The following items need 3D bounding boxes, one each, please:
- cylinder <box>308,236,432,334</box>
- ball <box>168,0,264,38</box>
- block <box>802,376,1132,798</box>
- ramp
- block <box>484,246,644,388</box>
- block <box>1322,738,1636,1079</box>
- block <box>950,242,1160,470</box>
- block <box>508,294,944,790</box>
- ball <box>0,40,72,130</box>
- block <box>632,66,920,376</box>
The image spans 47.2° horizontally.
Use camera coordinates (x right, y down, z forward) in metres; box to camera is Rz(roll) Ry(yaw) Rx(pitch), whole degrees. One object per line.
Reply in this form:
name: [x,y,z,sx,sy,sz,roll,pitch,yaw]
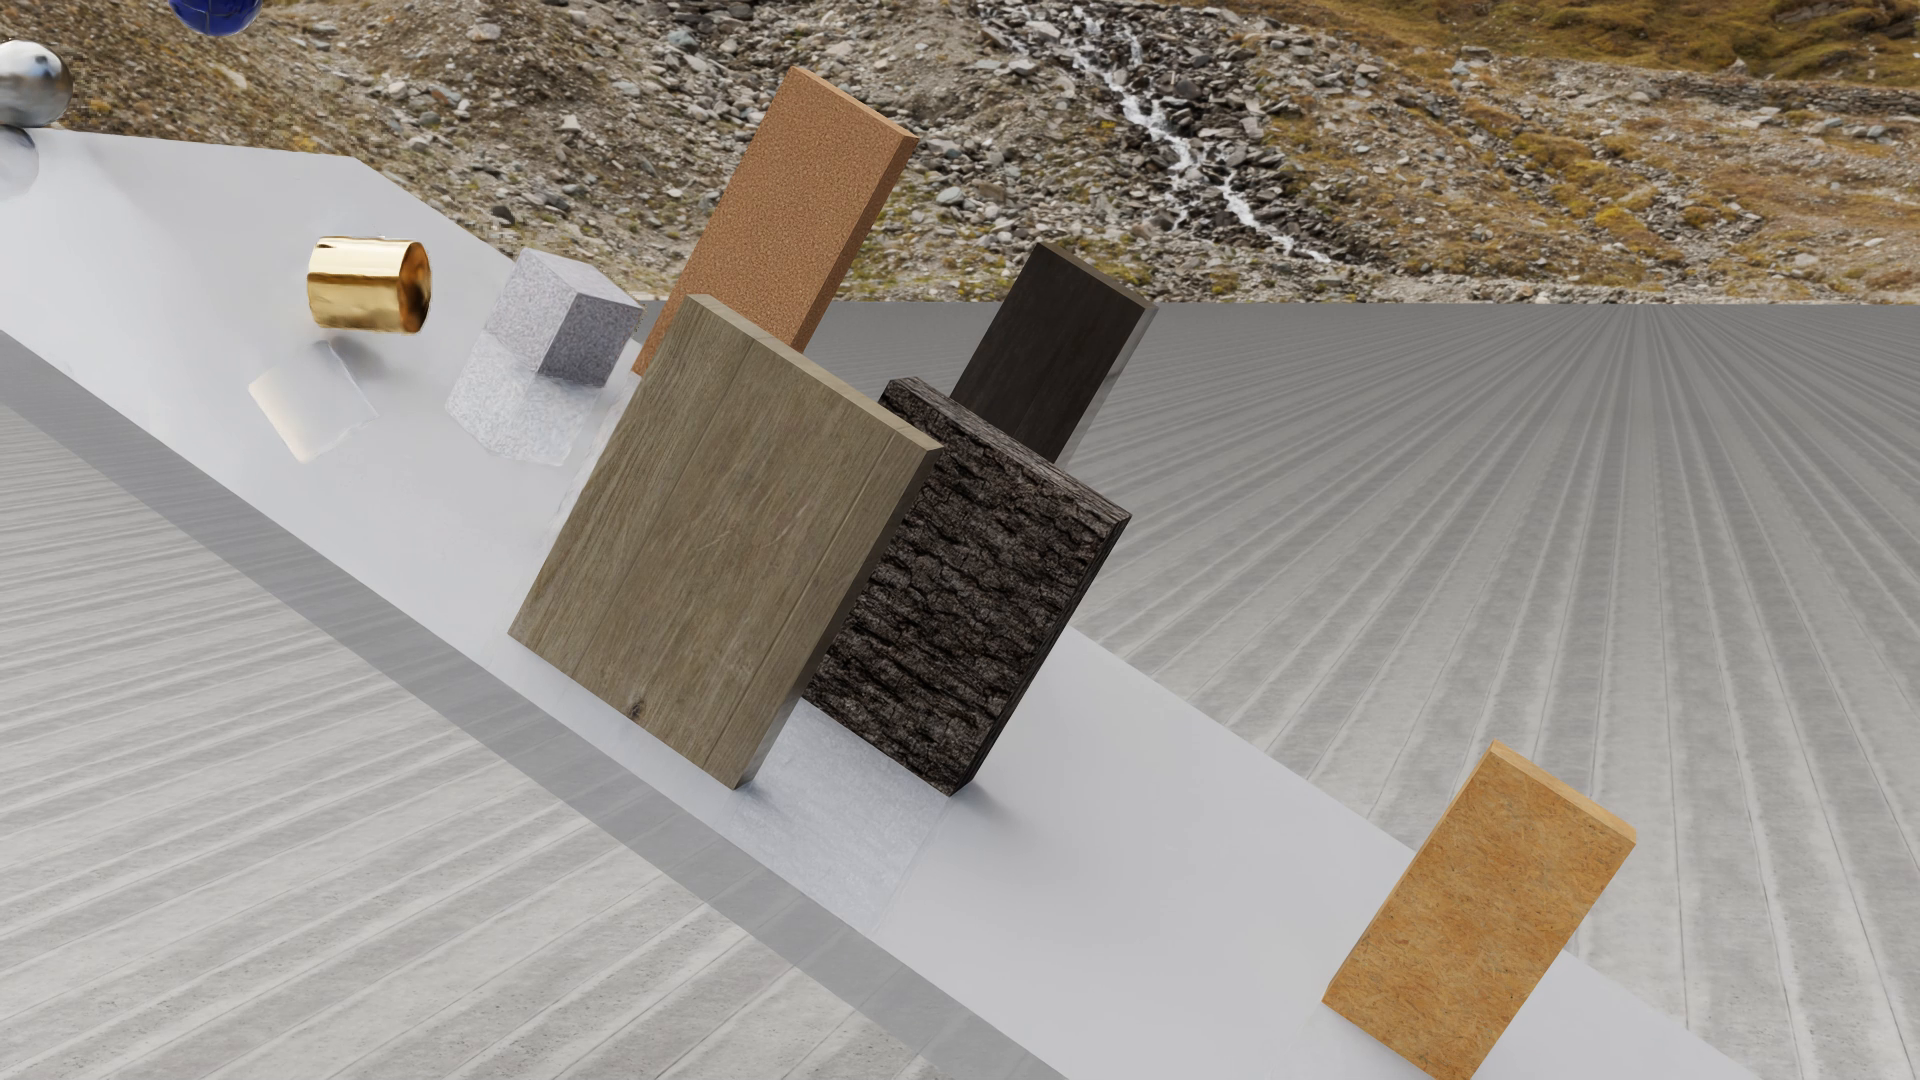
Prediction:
cylinder: [-1.106,-0.479,4.126,0.173,0.173,0.173,4,7,6]
ball: [-1.403,-1.038,4.141,0.178,0.178,0.178,0,7,0]
block: [-0.047,0.076,3.753,0.447,0.552,0.139,33,15,11]
ramp: [-0.172,0.283,4.122,4.000,0.100,2.000,33,15,11]
block: [-0.851,-0.476,4.727,0.201,0.201,0.201,39,17,31]
block: [0.876,0.637,3.726,0.274,0.529,0.105,33,15,11]
block: [0.081,-0.190,4.416,0.251,0.789,0.132,33,15,11]
block: [-0.359,0.003,3.293,0.432,0.602,0.081,33,15,11]
ball: [-1.816,-0.885,4.276,0.170,0.170,0.170,0,7,0]
block: [-0.420,-0.640,4.951,0.306,0.782,0.110,33,15,11]
